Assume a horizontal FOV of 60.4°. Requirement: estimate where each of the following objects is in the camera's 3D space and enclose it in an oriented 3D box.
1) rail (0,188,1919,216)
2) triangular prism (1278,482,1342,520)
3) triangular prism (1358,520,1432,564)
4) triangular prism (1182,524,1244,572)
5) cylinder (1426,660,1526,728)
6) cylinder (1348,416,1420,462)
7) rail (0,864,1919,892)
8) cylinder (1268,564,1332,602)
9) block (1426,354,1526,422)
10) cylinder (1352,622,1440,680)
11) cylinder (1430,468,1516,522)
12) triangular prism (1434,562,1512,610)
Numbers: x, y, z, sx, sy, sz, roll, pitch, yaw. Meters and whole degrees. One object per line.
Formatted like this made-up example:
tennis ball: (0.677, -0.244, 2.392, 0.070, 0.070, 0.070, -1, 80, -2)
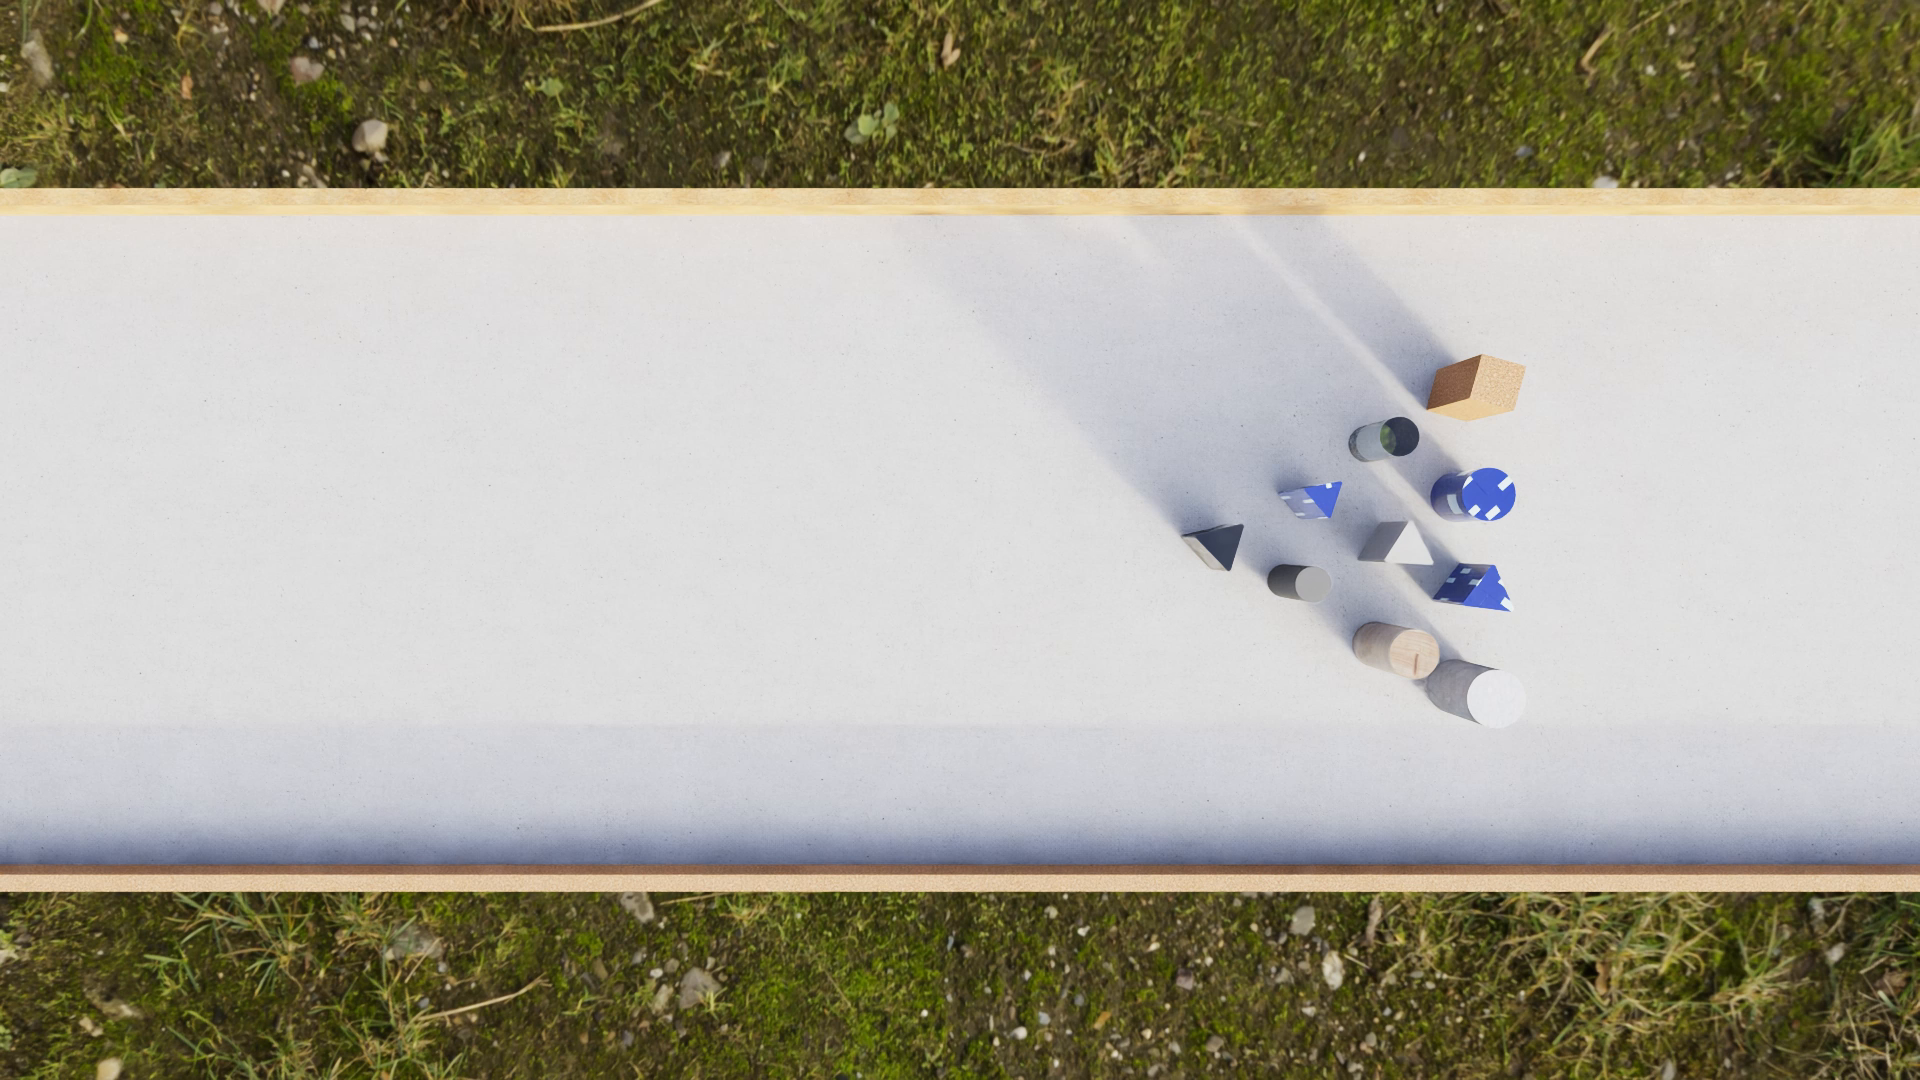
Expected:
rail: (-2.247, -1.025, 5.002, 12.000, 0.150, 0.050, 0, 90, 0)
triangular prism: (1.050, -0.135, 4.882, 0.094, 0.389, 0.109, -41, 90, 0)
triangular prism: (1.297, 0.004, 4.915, 0.139, 0.324, 0.120, 3, 90, 0)
triangular prism: (0.771, -0.003, 4.912, 0.122, 0.329, 0.141, -44, 90, 0)
cylinder: (1.519, 0.450, 4.874, 0.166, 0.405, 0.166, 0, 90, 0)
cylinder: (1.252, -0.295, 4.887, 0.113, 0.378, 0.113, 0, 90, 0)
rail: (-2.247, 1.025, 5.001, 12.000, 0.150, 0.050, 0, 90, 0)
cylinder: (0.997, 0.125, 4.865, 0.102, 0.424, 0.102, 0, 90, 0)
block: (1.514, -0.444, 4.858, 0.130, 0.437, 0.130, 15, 90, 0)
cylinder: (1.277, 0.321, 4.855, 0.140, 0.442, 0.140, 0, 90, 0)
cylinder: (1.525, -0.132, 4.916, 0.155, 0.322, 0.155, 0, 90, 0)
triangular prism: (1.534, 0.133, 4.920, 0.145, 0.313, 0.126, 7, 90, 0)
